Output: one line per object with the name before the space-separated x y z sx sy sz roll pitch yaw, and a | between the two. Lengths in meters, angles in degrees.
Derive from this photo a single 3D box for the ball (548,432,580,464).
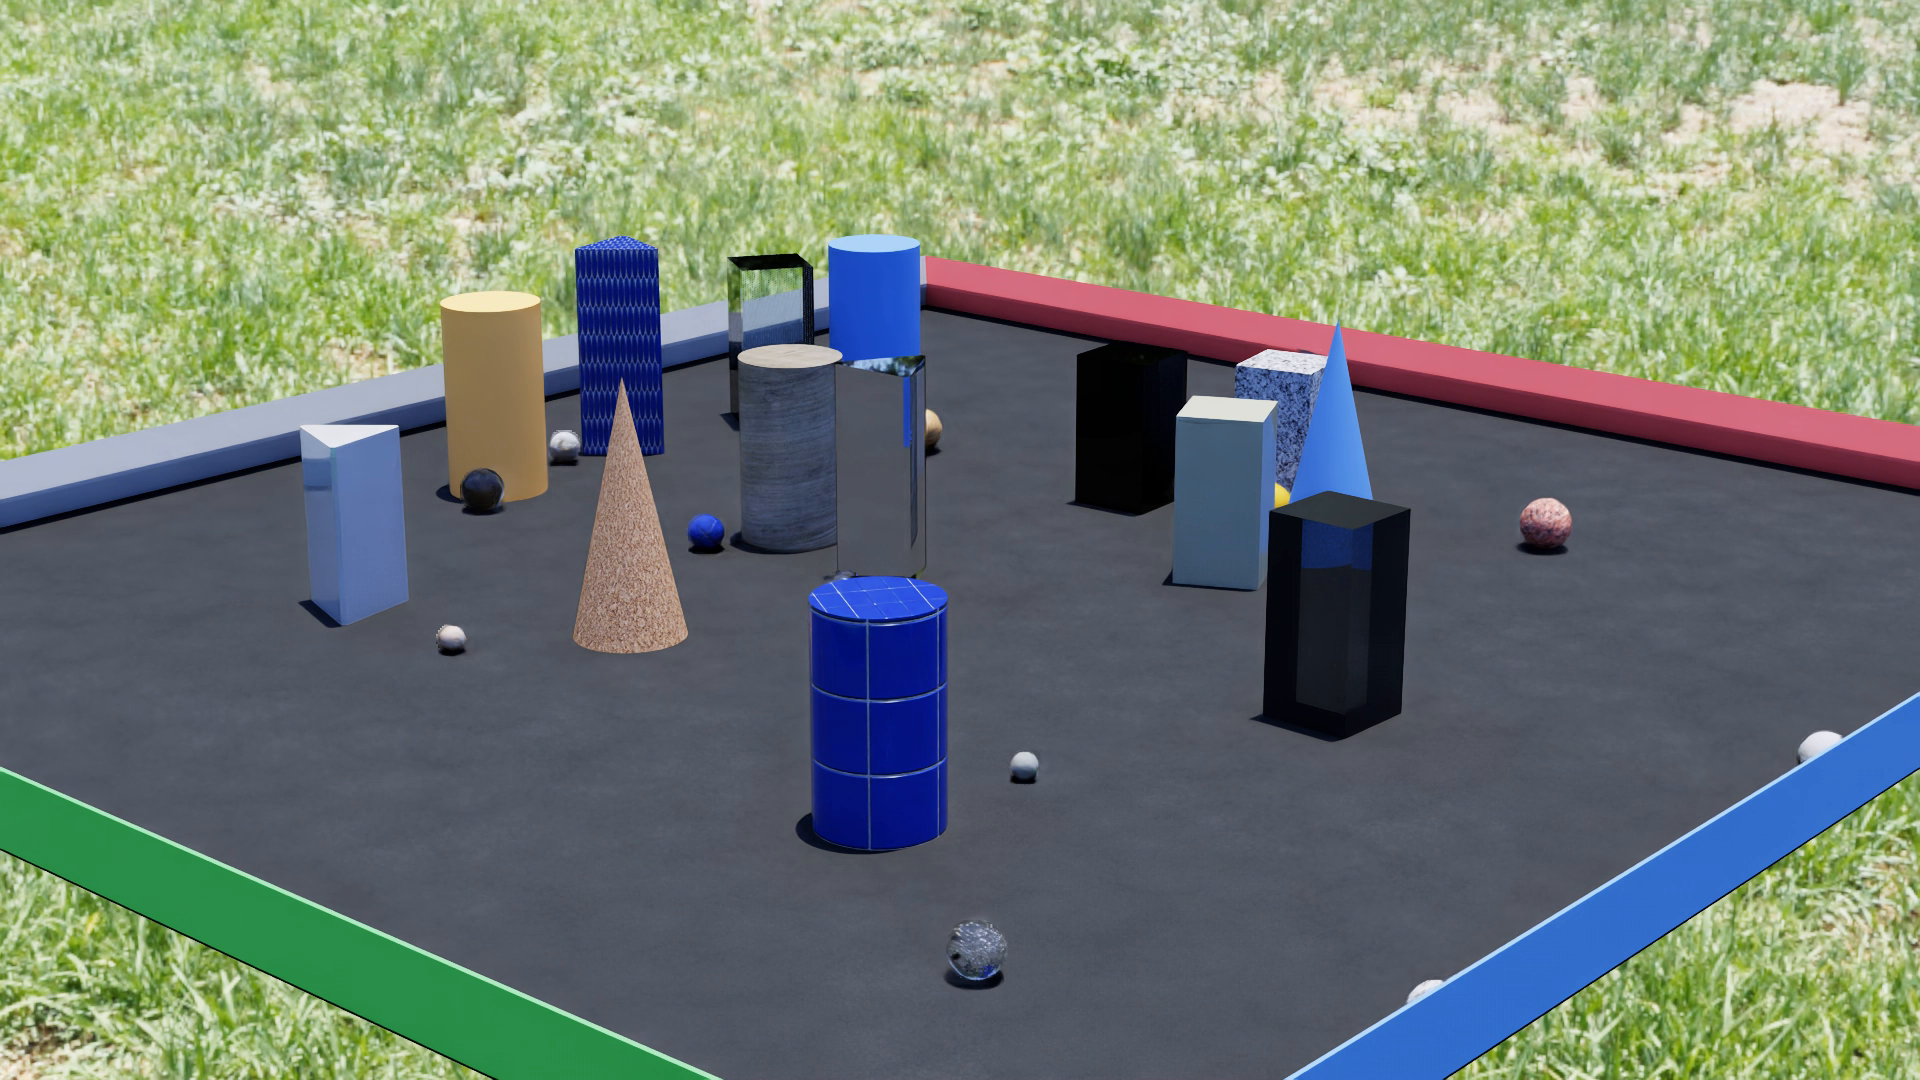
ball | -0.803 -0.188 5.954 0.063 0.063 0.063 0 17 0

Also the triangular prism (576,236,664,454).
triangular prism | -0.693 -0.402 6.037 0.166 0.427 0.144 0 17 0

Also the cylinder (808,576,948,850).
cylinder | -0.112 0.239 4.072 0.191 0.335 0.191 0 17 0

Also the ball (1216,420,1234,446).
ball | 0.556 -0.220 6.080 0.053 0.053 0.053 0 17 0

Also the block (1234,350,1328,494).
block | 0.627 -0.205 5.631 0.153 0.283 0.153 9 19 28

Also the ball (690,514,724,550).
ball | -0.464 -0.014 5.376 0.065 0.065 0.065 0 17 0

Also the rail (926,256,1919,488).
rail | 1.125 -0.343 6.361 3.253 0.124 0.045 14 22 39

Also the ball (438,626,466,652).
ball | -0.836 0.163 4.828 0.044 0.044 0.044 0 17 0

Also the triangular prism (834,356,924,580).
triangular prism | -0.110 -0.124 5.181 0.166 0.389 0.144 13 21 37

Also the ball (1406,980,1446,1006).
ball | 0.564 0.557 3.479 0.069 0.069 0.069 0 17 0

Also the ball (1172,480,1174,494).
ball | 0.447 -0.102 5.644 0.078 0.078 0.078 0 17 0

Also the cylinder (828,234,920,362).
cylinder | -0.178 -0.425 6.155 0.191 0.401 0.191 0 17 0

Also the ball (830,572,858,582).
ball | -0.199 0.086 5.054 0.061 0.061 0.061 0 17 0

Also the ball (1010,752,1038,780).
ball | 0.094 0.329 4.279 0.042 0.042 0.042 0 17 0

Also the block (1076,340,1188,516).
block | 0.330 -0.219 5.660 0.153 0.293 0.153 12 21 35

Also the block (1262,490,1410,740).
block | 0.577 0.112 4.498 0.153 0.331 0.153 15 22 40

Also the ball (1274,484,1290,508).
ball | 0.573 -0.062 5.481 0.096 0.096 0.096 0 17 0

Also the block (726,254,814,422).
block | -0.403 -0.425 6.259 0.153 0.342 0.153 -5 17 -15

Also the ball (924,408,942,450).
ball | -0.082 -0.227 6.039 0.090 0.090 0.090 0 17 0

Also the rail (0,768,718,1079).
rail | -1.125 0.406 3.880 3.253 0.124 0.045 14 22 39

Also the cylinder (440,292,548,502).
cylinder | -0.908 -0.281 5.721 0.191 0.376 0.191 0 17 0

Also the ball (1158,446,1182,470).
ball | 0.422 -0.165 5.908 0.047 0.047 0.047 0 17 0

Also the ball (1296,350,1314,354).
ball | 0.771 -0.388 6.589 0.079 0.079 0.079 0 17 0

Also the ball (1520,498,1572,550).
ball | 1.074 -0.030 5.379 0.094 0.094 0.094 0 17 0

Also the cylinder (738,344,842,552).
cylinder | -0.310 -0.170 5.408 0.191 0.346 0.191 0 17 0

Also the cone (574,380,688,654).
cone | -0.552 -0.054 4.852 0.191 0.445 0.191 0 17 0

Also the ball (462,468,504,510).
ball | -0.914 -0.097 5.624 0.081 0.081 0.081 0 17 0

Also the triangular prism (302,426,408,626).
triangular prism | -1.063 -0.036 5.020 0.144 0.312 0.166 10 19 29

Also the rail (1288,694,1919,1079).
rail | 1.210 0.335 4.114 0.045 0.124 3.479 14 22 39

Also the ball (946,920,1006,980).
ball | 0.021 0.507 3.633 0.075 0.075 0.075 0 17 0

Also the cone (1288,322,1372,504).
cone | 0.682 -0.195 5.349 0.191 0.428 0.191 0 17 0

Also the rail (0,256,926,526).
rail | -1.210 -0.273 6.126 0.045 0.124 3.479 14 22 39

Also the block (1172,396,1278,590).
block | 0.470 -0.085 5.197 0.153 0.305 0.153 5 17 15

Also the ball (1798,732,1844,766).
ball | 1.256 0.317 4.255 0.079 0.079 0.079 0 17 0
